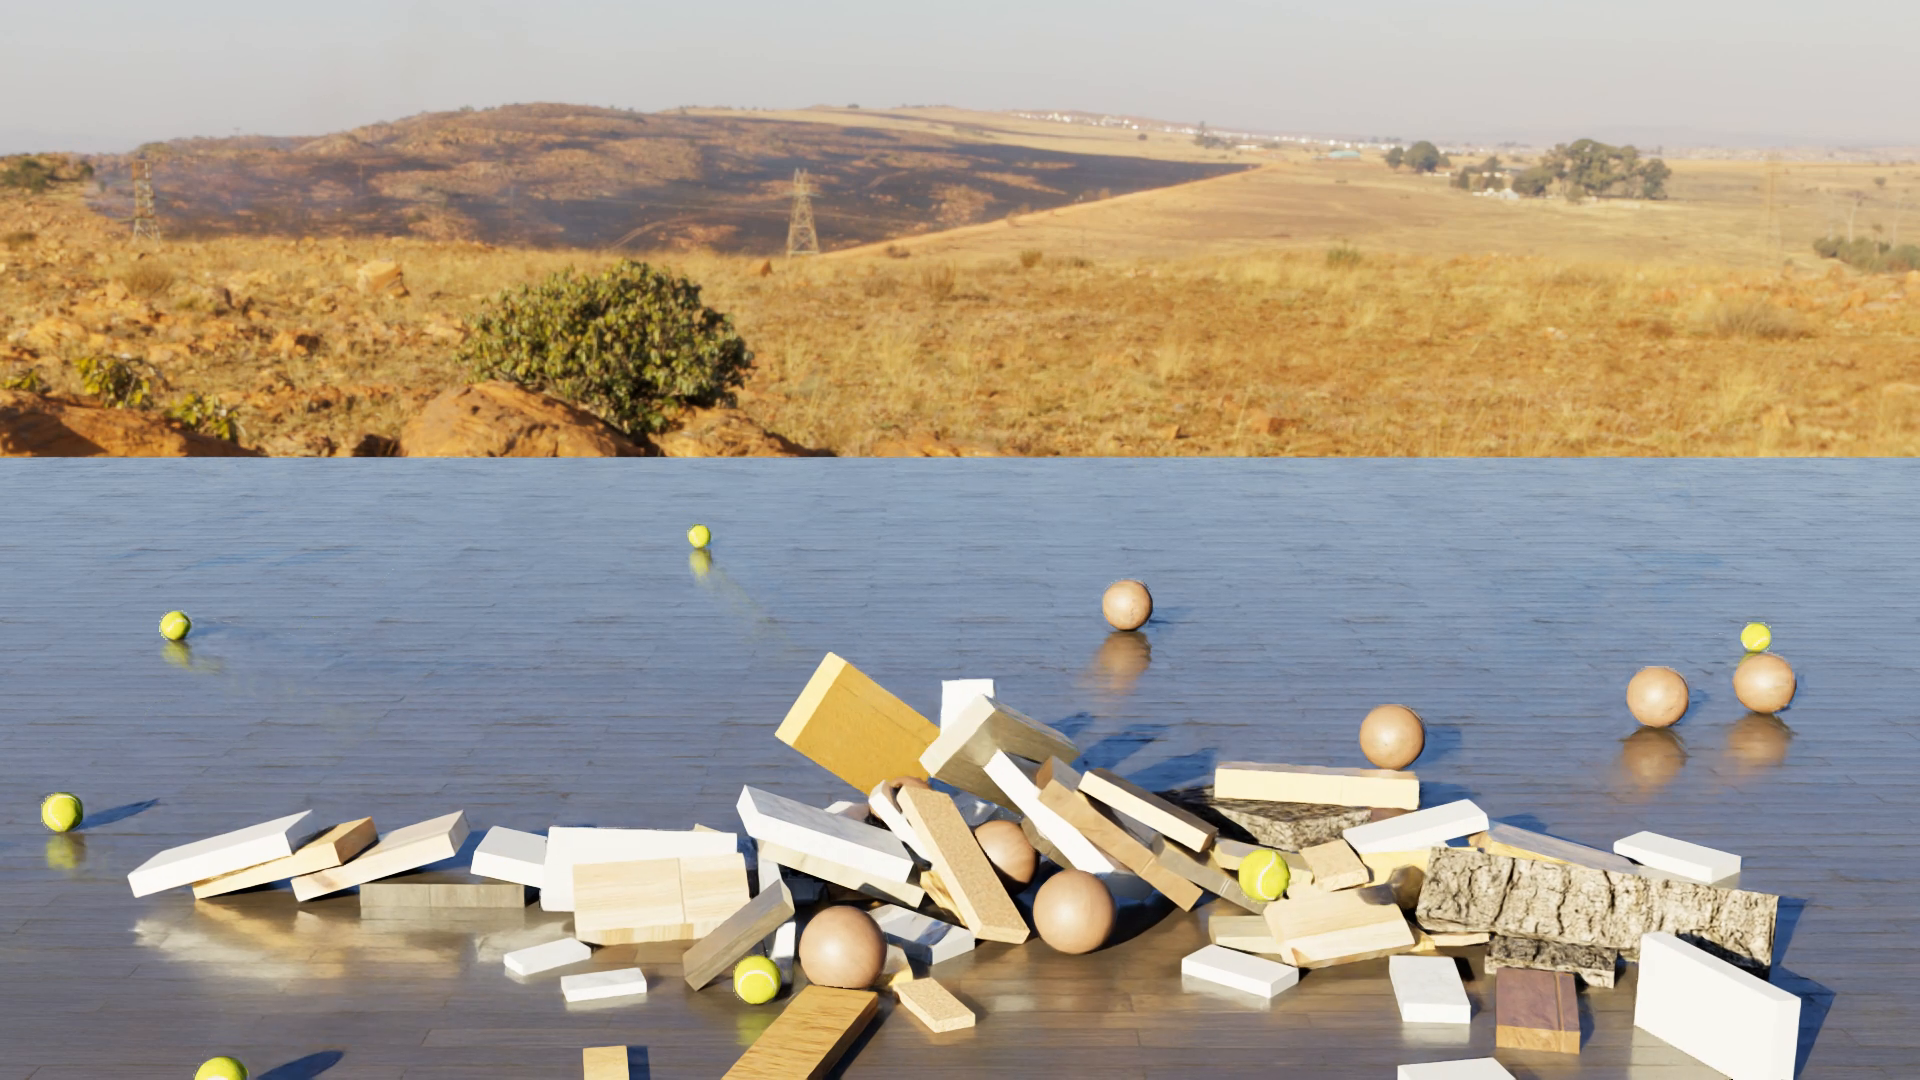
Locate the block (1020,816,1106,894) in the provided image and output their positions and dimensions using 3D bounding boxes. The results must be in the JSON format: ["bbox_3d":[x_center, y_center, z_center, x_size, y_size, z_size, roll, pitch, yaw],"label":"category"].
[{"bbox_3d":[0.175,0.519,3.633,0.164,0.023,0.082,36,8,-21],"label":"block"}]

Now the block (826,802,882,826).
[{"bbox_3d":[-0.219,0.506,3.850,0.095,0.027,0.191,-1,14,27],"label":"block"}]

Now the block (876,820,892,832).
[{"bbox_3d":[-0.197,0.531,3.854,0.095,0.027,0.191,-3,13,18],"label":"block"}]

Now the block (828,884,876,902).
[{"bbox_3d":[-0.172,0.585,3.662,0.094,0.013,0.047,-2,11,-9],"label":"block"}]

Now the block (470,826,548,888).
[{"bbox_3d":[-0.664,0.543,3.665,0.270,0.038,0.135,12,11,-1],"label":"block"}]

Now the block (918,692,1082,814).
[{"bbox_3d":[0.071,0.368,3.745,0.044,0.154,0.309,49,10,35],"label":"block"}]

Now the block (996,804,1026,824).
[{"bbox_3d":[0.178,0.490,4.051,0.213,0.030,0.107,-4,8,15],"label":"block"}]

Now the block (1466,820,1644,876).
[{"bbox_3d":[0.995,0.534,3.662,0.276,0.039,0.138,16,10,-3],"label":"block"}]

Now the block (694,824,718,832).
[{"bbox_3d":[-0.428,0.536,3.646,0.064,0.018,0.129,19,46,-1],"label":"block"}]

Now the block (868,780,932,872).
[{"bbox_3d":[-0.080,0.495,3.711,0.027,0.191,0.095,-39,3,6],"label":"block"}]

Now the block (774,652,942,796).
[{"bbox_3d":[-0.169,0.356,3.976,0.050,0.175,0.350,27,-9,43],"label":"block"}]

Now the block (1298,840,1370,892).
[{"bbox_3d":[0.611,0.533,3.601,0.078,0.022,0.156,-13,10,-2],"label":"block"}]

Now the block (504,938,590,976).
[{"bbox_3d":[-0.632,0.637,3.368,0.116,0.016,0.058,-8,13,-38],"label":"block"}]

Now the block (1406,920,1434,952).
[{"bbox_3d":[0.703,0.622,3.458,0.048,0.014,0.095,-3,11,-14],"label":"block"}]

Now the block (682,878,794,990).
[{"bbox_3d":[-0.332,0.590,3.293,0.187,0.027,0.094,-38,15,0],"label":"block"}]

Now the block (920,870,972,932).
[{"bbox_3d":[0.011,0.581,3.541,0.082,0.023,0.164,-6,27,-29],"label":"block"}]

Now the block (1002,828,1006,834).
[{"bbox_3d":[0.016,0.525,3.972,0.123,0.017,0.062,8,13,38],"label":"block"}]

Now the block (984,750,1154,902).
[{"bbox_3d":[0.184,0.474,3.655,0.309,0.044,0.154,44,11,36],"label":"block"}]

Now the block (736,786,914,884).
[{"bbox_3d":[-0.221,0.480,3.587,0.274,0.039,0.137,20,7,-18],"label":"block"}]

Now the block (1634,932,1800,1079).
[{"bbox_3d":[1.030,0.645,3.005,0.038,0.134,0.267,-2,11,-22],"label":"block"}]

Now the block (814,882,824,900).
[{"bbox_3d":[-0.276,0.584,3.667,0.093,0.013,0.046,2,11,9],"label":"block"}]

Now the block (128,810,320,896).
[{"bbox_3d":[-1.220,0.520,3.652,0.274,0.039,0.137,-16,7,5],"label":"block"}]

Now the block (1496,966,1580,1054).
[{"bbox_3d":[0.824,0.671,3.147,0.111,0.031,0.222,2,11,13],"label":"block"}]

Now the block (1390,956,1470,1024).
[{"bbox_3d":[0.688,0.658,3.229,0.094,0.027,0.187,1,11,5],"label":"block"}]

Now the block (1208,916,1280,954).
[{"bbox_3d":[0.487,0.618,3.447,0.184,0.026,0.092,0,11,-1],"label":"block"}]

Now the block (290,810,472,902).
[{"bbox_3d":[-0.963,0.525,3.667,0.270,0.038,0.135,-17,10,2],"label":"block"}]

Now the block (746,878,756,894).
[{"bbox_3d":[-0.368,0.566,3.675,0.093,0.013,0.046,21,10,6],"label":"block"}]

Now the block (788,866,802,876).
[{"bbox_3d":[-0.311,0.530,3.785,0.016,0.057,0.113,-20,28,-30],"label":"block"}]

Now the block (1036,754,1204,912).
[{"bbox_3d":[0.262,0.481,3.632,0.309,0.044,0.154,37,9,-4],"label":"block"}]

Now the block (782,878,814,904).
[{"bbox_3d":[-0.289,0.581,3.629,0.093,0.013,0.046,-1,36,-1],"label":"block"}]

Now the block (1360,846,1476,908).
[{"bbox_3d":[0.747,0.550,3.573,0.185,0.092,0.026,-3,-5,0],"label":"block"}]

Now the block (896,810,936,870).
[{"bbox_3d":[-0.038,0.516,3.659,0.023,0.164,0.082,-38,8,19],"label":"block"}]

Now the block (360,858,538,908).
[{"bbox_3d":[-0.847,0.570,3.670,0.270,0.038,0.135,0,11,1],"label":"block"}]
